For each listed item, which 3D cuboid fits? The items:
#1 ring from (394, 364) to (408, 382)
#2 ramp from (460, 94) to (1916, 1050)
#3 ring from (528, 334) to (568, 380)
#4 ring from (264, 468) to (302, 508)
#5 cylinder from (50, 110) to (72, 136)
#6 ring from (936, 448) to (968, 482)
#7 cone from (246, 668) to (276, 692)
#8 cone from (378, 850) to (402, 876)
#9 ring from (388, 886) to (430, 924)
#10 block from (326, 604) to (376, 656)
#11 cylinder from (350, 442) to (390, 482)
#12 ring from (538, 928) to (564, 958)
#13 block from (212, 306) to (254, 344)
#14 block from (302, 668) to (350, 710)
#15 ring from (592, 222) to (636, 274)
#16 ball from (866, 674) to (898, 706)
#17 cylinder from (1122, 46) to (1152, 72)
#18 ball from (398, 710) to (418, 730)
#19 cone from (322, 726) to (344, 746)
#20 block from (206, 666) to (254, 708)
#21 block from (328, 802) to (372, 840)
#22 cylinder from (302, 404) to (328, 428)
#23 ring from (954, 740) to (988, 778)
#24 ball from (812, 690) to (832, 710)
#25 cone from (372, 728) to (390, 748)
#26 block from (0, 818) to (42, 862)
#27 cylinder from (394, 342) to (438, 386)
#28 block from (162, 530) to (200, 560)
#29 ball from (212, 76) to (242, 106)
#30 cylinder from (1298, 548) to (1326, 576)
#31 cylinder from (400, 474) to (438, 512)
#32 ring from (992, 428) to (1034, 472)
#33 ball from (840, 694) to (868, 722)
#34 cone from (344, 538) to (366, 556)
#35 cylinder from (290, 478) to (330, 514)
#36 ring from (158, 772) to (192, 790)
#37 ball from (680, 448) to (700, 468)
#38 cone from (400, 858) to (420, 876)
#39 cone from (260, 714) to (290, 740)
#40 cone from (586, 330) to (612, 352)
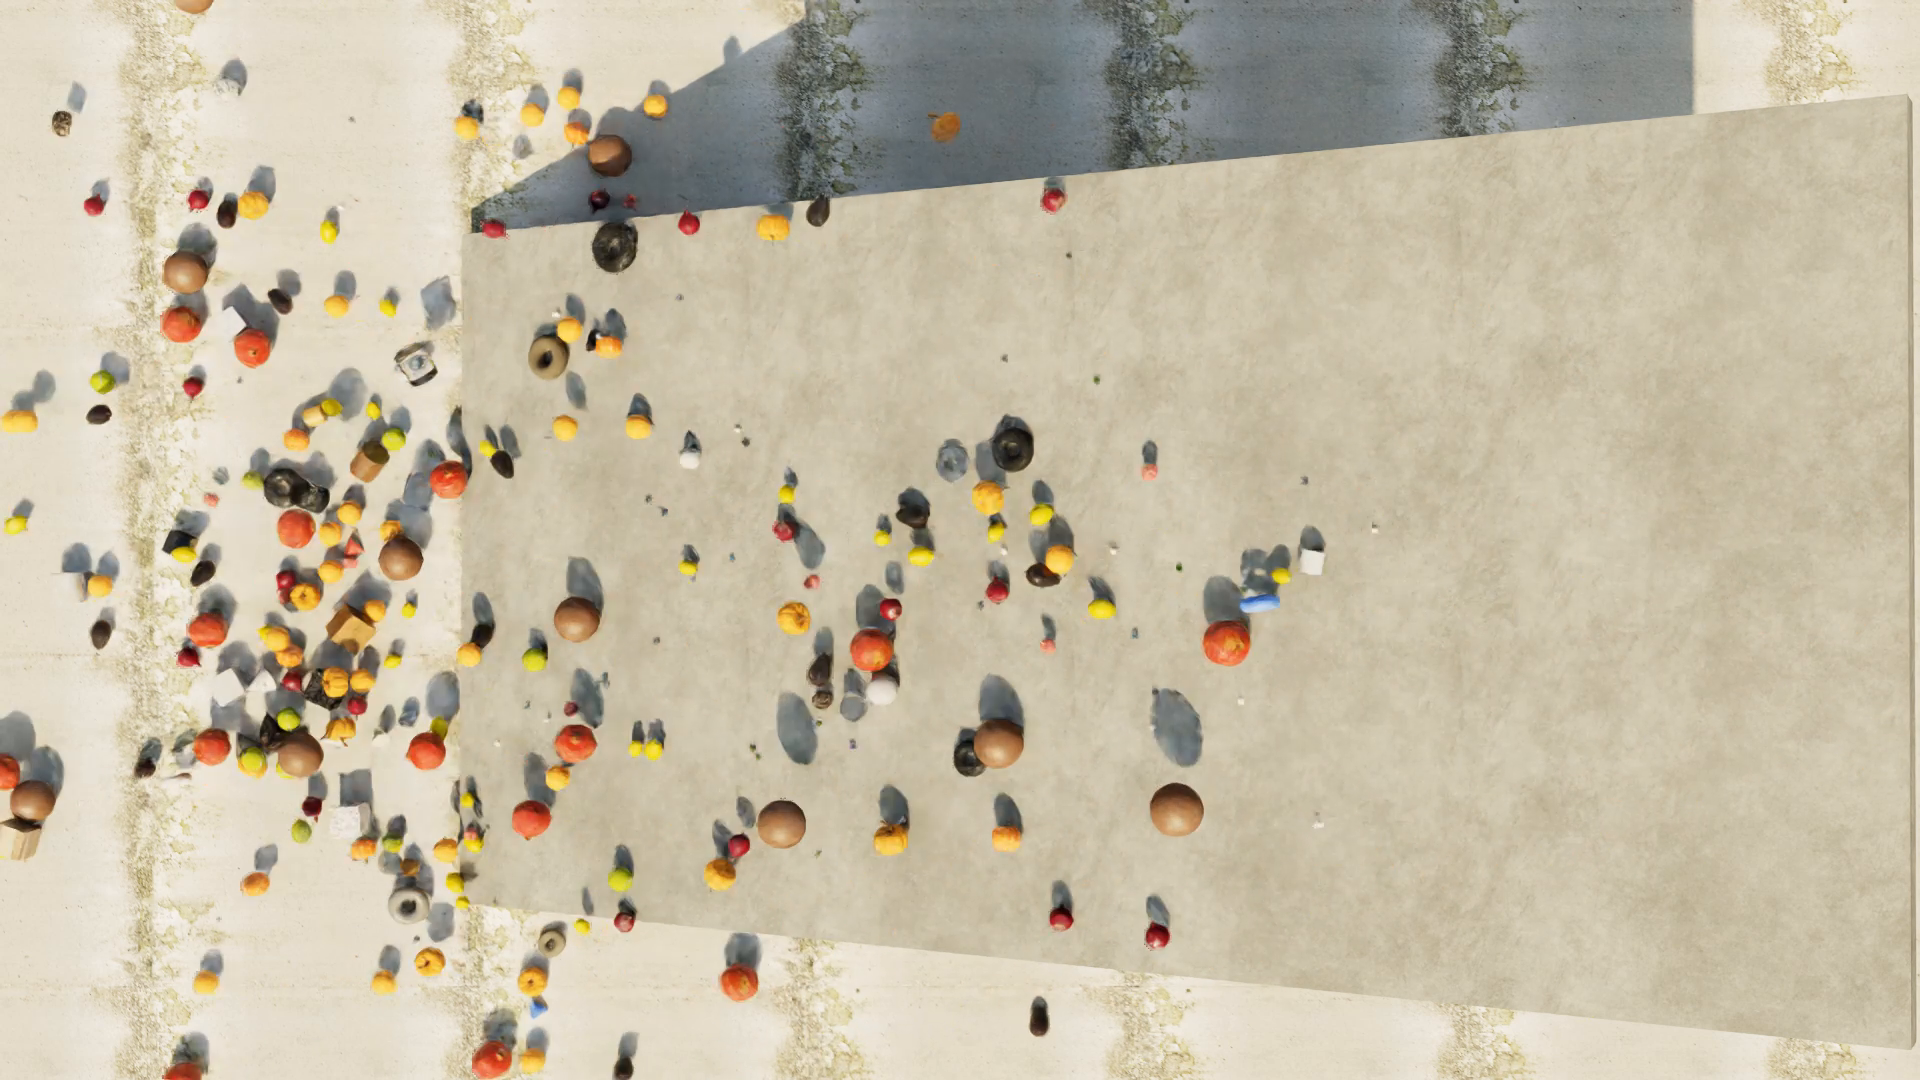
[{"bbox_3d":[-1.655,-0.521,6.627,0.111,0.111,0.037,-24,134,0],"label":"ring"},{"bbox_3d":[0.271,0.075,5.631,4.000,0.100,2.000,0,89,30],"label":"ramp"},{"bbox_3d":[-1.196,-0.531,6.389,0.135,0.045,0.135,0,90,29],"label":"ring"},{"bbox_3d":[-2.044,-0.157,6.645,0.123,0.041,0.123,0,91,0],"label":"ring"},{"bbox_3d":[-2.690,-1.247,6.584,0.054,0.054,0.054,17,48,-20],"label":"cylinder"},{"bbox_3d":[-0.020,-0.196,5.724,0.093,0.031,0.093,-1,87,29],"label":"ring"},{"bbox_3d":[-2.111,0.435,6.600,0.078,0.078,0.078,-33,89,-33],"label":"cone"},{"bbox_3d":[-1.726,0.976,6.616,0.076,0.076,0.076,0,89,0],"label":"cone"},{"bbox_3d":[-1.654,1.095,6.598,0.126,0.042,0.126,-2,103,-11],"label":"ring"},{"bbox_3d":[-1.826,0.267,6.595,0.096,0.096,0.096,-49,124,0],"label":"block"},{"bbox_3d":[-1.774,-0.235,6.606,0.088,0.088,0.088,45,122,0],"label":"cylinder"},{"bbox_3d":[-1.231,1.215,6.628,0.087,0.029,0.087,-4,72,11],"label":"ring"},{"bbox_3d":[-2.192,-0.649,6.632,0.077,0.077,0.077,-37,90,0],"label":"block"},{"bbox_3d":[-1.905,0.449,6.614,0.092,0.092,0.092,25,89,0],"label":"block"},{"bbox_3d":[-0.985,-0.834,6.269,0.147,0.049,0.147,0,91,29],"label":"ring"},{"bbox_3d":[-0.205,0.394,5.792,0.085,0.085,0.085,0,89,0],"label":"ball"},{"bbox_3d":[0.532,-1.449,6.633,0.065,0.065,0.065,-5,81,36],"label":"cylinder"},{"bbox_3d":[-1.664,0.543,6.631,0.056,0.056,0.056,0,89,0],"label":"ball"},{"bbox_3d":[-1.897,0.596,6.603,0.062,0.062,0.062,7,102,36],"label":"cone"},{"bbox_3d":[-2.195,0.441,6.616,0.086,0.086,0.086,-31,90,0],"label":"block"},{"bbox_3d":[-1.831,0.843,6.605,0.093,0.093,0.093,-6,89,5],"label":"block"},{"bbox_3d":[-1.948,-0.374,6.640,0.055,0.055,0.055,-21,89,0],"label":"cylinder"},{"bbox_3d":[0.027,0.565,5.689,0.098,0.033,0.098,0,90,28],"label":"ring"},{"bbox_3d":[-0.370,0.430,5.904,0.052,0.052,0.052,0,89,0],"label":"ball"},{"bbox_3d":[-1.752,0.584,6.617,0.057,0.057,0.057,-40,55,0],"label":"cone"},{"bbox_3d":[-2.816,0.893,6.565,0.091,0.091,0.091,19,98,8],"label":"block"},{"bbox_3d":[-1.601,-0.517,6.477,0.093,0.093,0.093,-27,125,0],"label":"cylinder"},{"bbox_3d":[-2.350,0.014,6.629,0.069,0.069,0.069,23,89,0],"label":"block"},{"bbox_3d":[-2.212,-1.356,6.633,0.088,0.088,0.088,0,89,0],"label":"ball"},{"bbox_3d":[0.835,0.052,5.220,0.055,0.055,0.055,17,77,0],"label":"cylinder"},{"bbox_3d":[-1.623,-0.144,6.601,0.092,0.092,0.092,17,88,0],"label":"cylinder"},{"bbox_3d":[0.136,-0.231,5.631,0.116,0.039,0.116,0,90,29],"label":"ring"},{"bbox_3d":[-0.283,0.446,5.842,0.075,0.075,0.075,0,89,0],"label":"ball"},{"bbox_3d":[-1.823,0.030,6.651,0.058,0.058,0.058,16,89,-26],"label":"cone"},{"bbox_3d":[-1.952,-0.130,6.606,0.083,0.083,0.083,28,89,-41],"label":"cylinder"},{"bbox_3d":[-2.344,0.721,6.574,0.098,0.098,0.033,-16,84,0],"label":"ring"},{"bbox_3d":[-0.752,-0.228,6.124,0.059,0.059,0.059,0,89,0],"label":"ball"},{"bbox_3d":[-1.659,0.995,6.598,0.059,0.059,0.059,1,108,3],"label":"cone"},{"bbox_3d":[-2.061,0.573,6.640,0.083,0.083,0.083,16,89,-26],"label":"cone"},{"bbox_3d":[-1.027,-0.564,6.300,0.068,0.068,0.068,12,89,3],"label":"cone"}]
